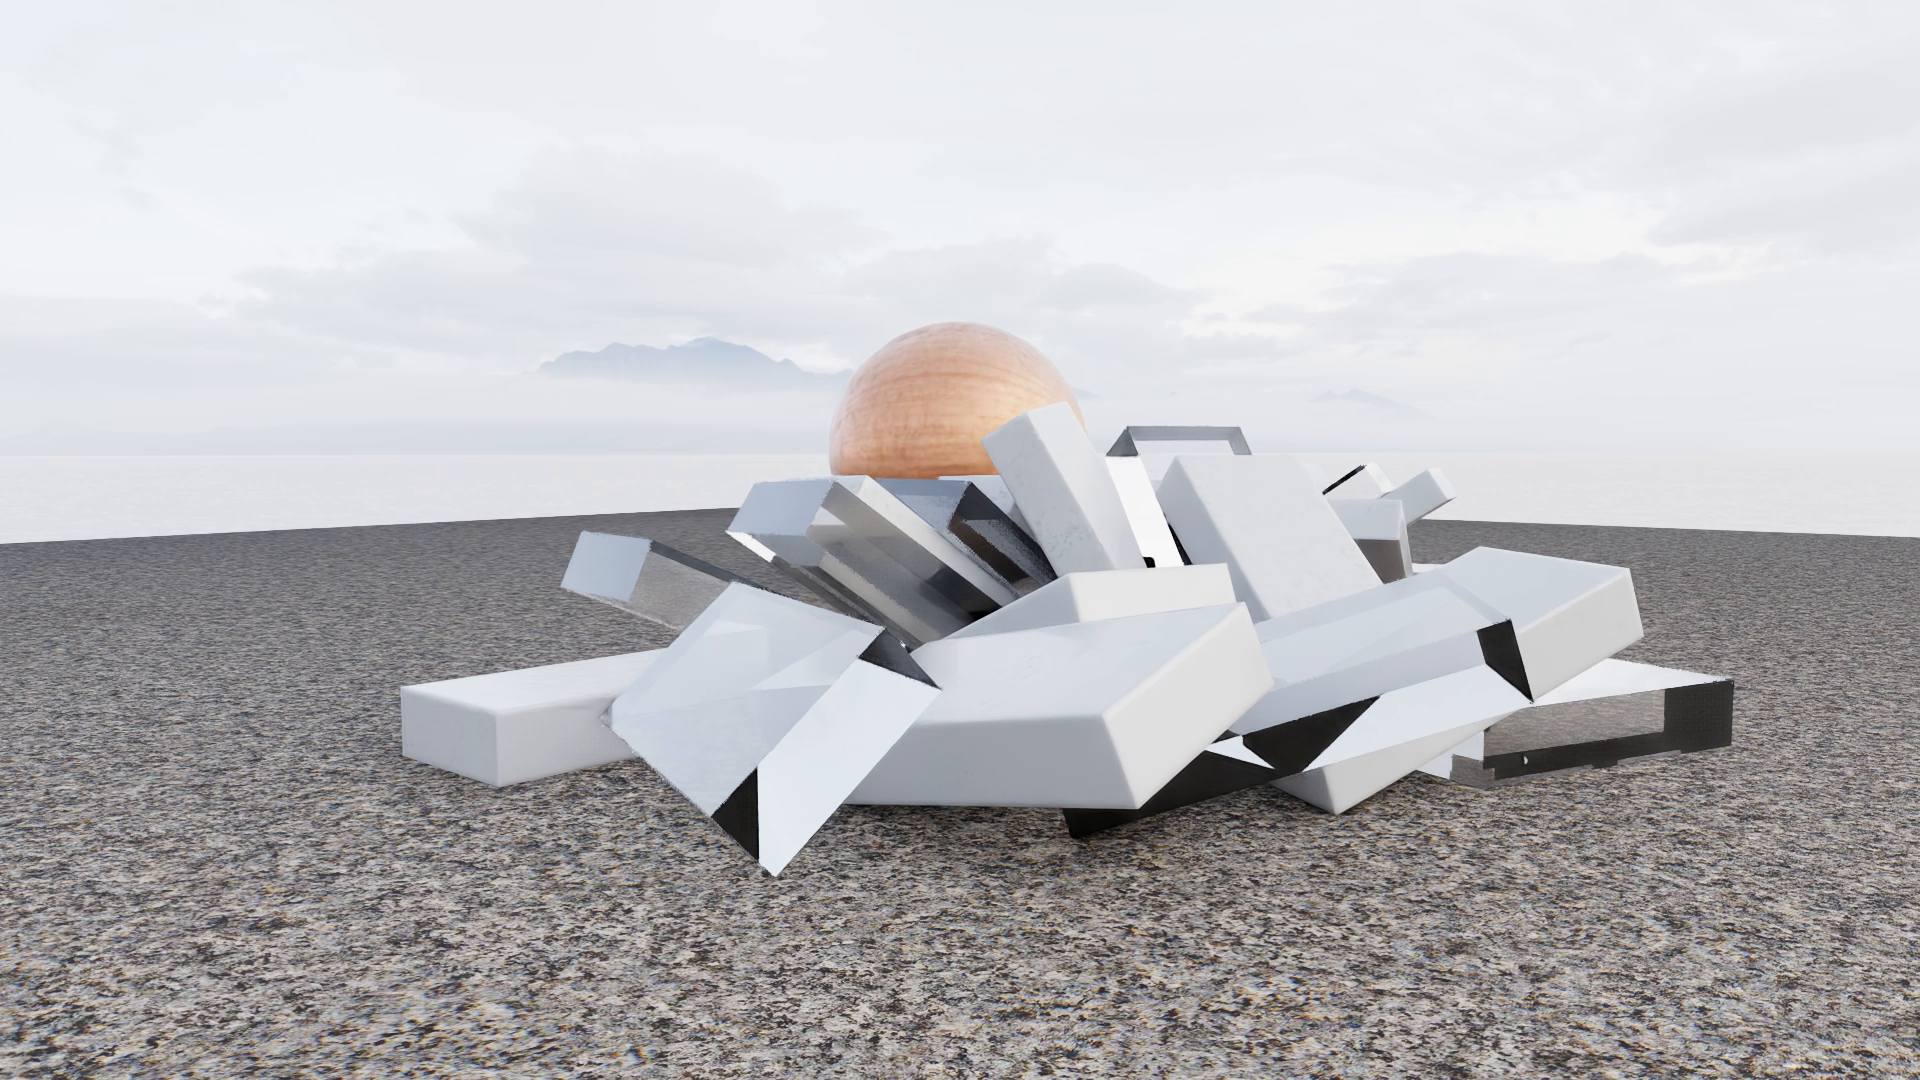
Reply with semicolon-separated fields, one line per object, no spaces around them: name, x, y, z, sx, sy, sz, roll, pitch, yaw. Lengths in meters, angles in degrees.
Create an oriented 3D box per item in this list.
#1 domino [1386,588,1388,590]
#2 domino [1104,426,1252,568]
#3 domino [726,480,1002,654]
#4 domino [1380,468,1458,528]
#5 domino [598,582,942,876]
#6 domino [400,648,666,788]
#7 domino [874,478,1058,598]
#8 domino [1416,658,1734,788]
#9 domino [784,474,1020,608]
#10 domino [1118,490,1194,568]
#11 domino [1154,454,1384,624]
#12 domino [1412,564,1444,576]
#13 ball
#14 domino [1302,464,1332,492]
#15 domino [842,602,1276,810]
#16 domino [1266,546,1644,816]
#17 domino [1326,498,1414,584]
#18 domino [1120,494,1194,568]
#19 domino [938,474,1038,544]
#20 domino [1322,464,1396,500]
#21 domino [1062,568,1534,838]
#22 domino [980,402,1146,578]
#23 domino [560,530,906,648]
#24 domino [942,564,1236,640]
domino;0.074;0.005;0.290;0.025;0.010;0.050;4;-21;42
domino;0.046;0.003;0.227;0.025;0.050;0.009;-2;-32;-26
domino;-0.011;0.008;0.207;0.050;0.009;0.025;38;-20;-31
domino;0.112;-0.002;0.356;0.050;0.009;0.025;-36;-12;25
domino;-0.024;0.019;0.150;0.025;0.009;0.050;-47;23;-17
domino;-0.050;0.024;0.186;0.025;0.010;0.050;4;6;41
domino;0.006;0.006;0.241;0.025;0.010;0.050;5;-28;46
domino;0.081;0.024;0.180;0.050;0.009;0.025;-2;5;-27
domino;-0.009;0.006;0.231;0.050;0.009;0.025;39;-23;-33
domino;0.035;0.005;0.263;0.050;0.009;0.025;37;-19;-34
domino;0.054;0.007;0.209;0.025;0.009;0.050;-2;47;-23
domino;0.127;0.012;0.340;0.050;0.009;0.025;2;5;26
ball;-0.001;-0.027;0.398;0.080;0.080;0.080;0;4;0
domino;0.083;-0.004;0.371;0.050;0.009;0.025;-37;-13;24
domino;0.006;0.019;0.141;0.050;0.009;0.025;-12;13;47
domino;0.059;0.016;0.165;0.050;0.009;0.025;-24;14;-18
domino;0.094;0.004;0.307;0.025;0.009;0.050;2;-21;23
domino;0.054;0.006;0.277;0.050;0.009;0.025;32;-16;-35
domino;0.018;0.005;0.252;0.025;0.010;0.050;2;-30;50
domino;0.098;-0.003;0.366;0.050;0.009;0.025;-37;-13;23
domino;0.035;0.018;0.147;0.050;0.009;0.025;-18;9;7
domino;0.024;0.001;0.224;0.009;0.050;0.025;-30;-2;23
domino;-0.036;0.013;0.210;0.050;0.010;0.025;27;-13;-38
domino;0.012;0.016;0.177;0.025;0.010;0.050;-3;-17;-31
